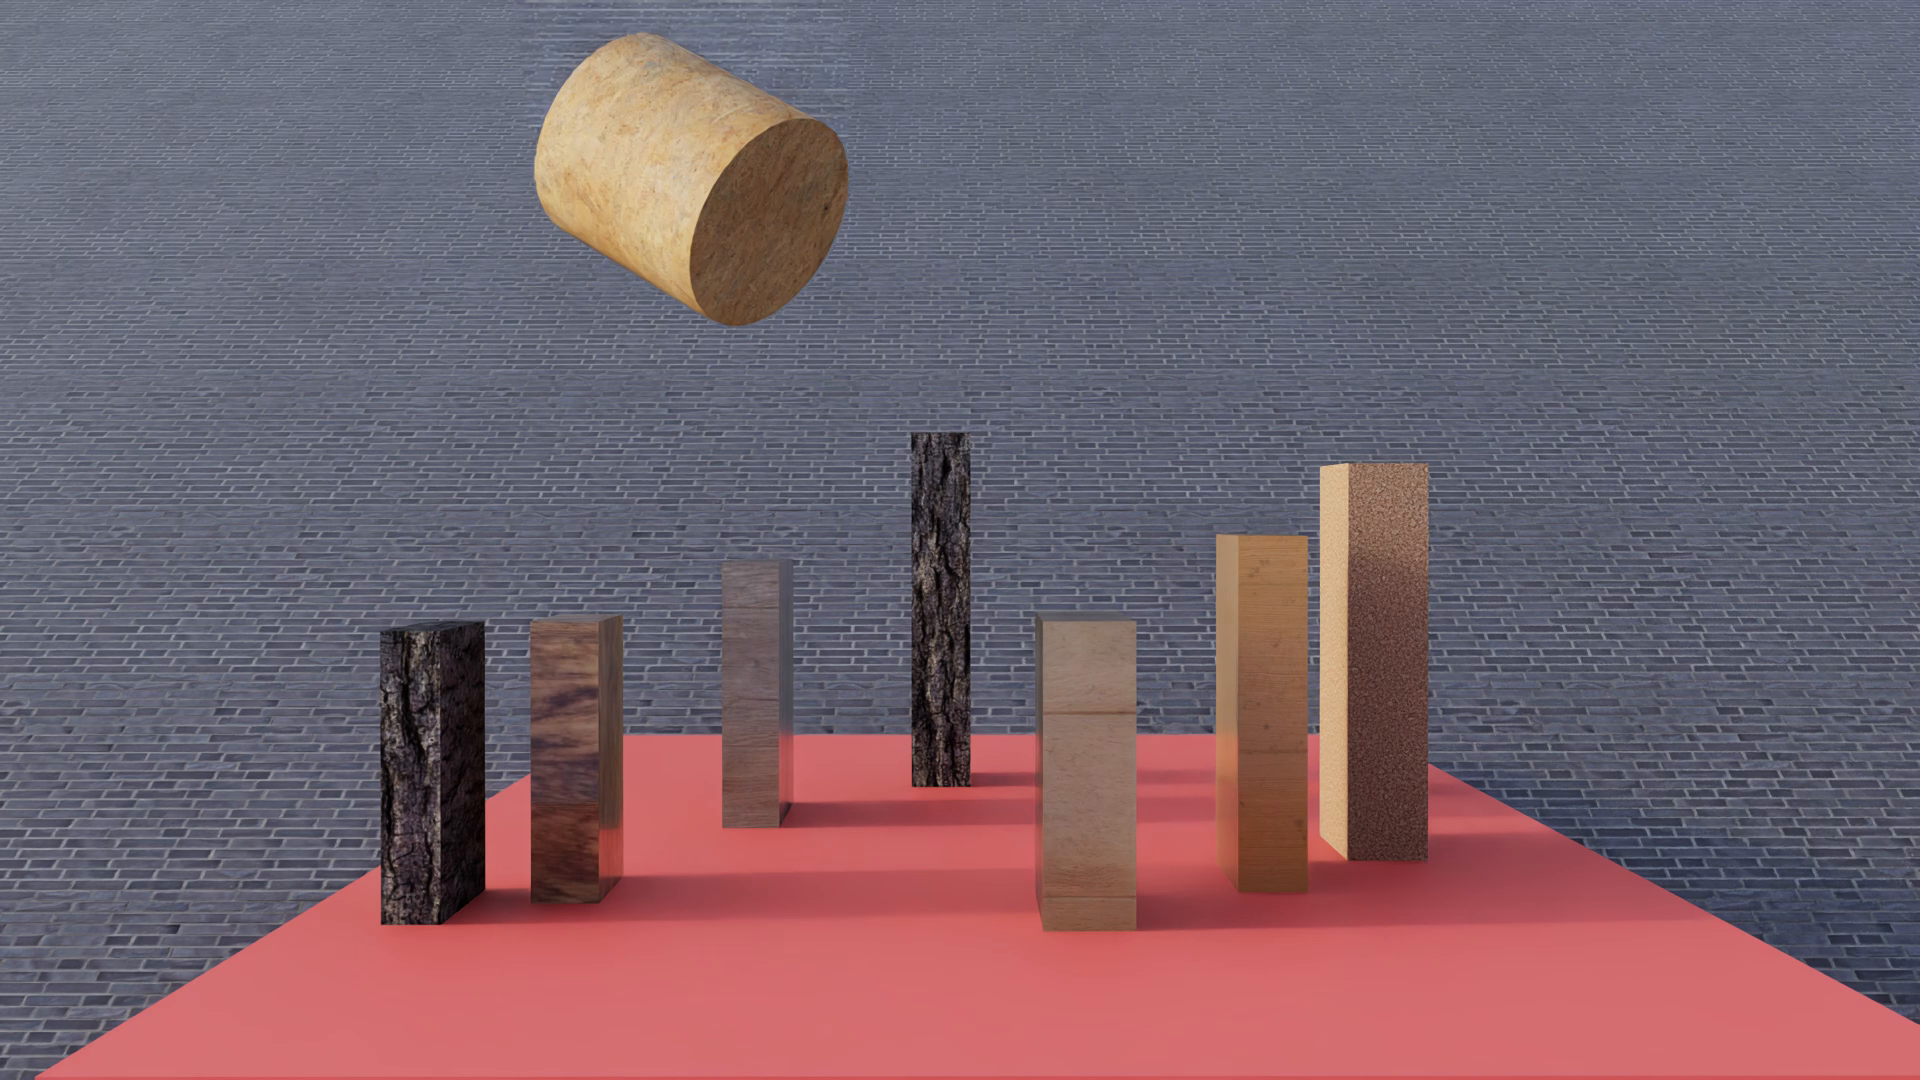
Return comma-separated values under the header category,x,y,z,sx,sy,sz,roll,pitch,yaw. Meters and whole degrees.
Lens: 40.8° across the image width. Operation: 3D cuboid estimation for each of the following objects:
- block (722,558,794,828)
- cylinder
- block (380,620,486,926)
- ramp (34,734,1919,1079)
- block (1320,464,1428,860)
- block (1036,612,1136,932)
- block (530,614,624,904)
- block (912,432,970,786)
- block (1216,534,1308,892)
category,x,y,z,sx,sy,sz,roll,pitch,yaw
block,-0.378,0.278,4.861,0.103,0.479,0.407,0,1,0
cylinder,-0.253,-0.342,2.448,0.209,0.209,0.209,32,40,29
block,-0.759,0.327,3.736,0.083,0.406,0.338,0,1,0
ramp,0.063,0.570,4.611,2.000,0.100,4.000,0,1,0
block,0.699,0.197,4.382,0.131,0.650,0.331,0,1,0
block,0.176,0.319,3.686,0.127,0.421,0.348,0,1,0
block,-0.576,0.323,3.903,0.099,0.411,0.276,0,1,0
block,-0.040,0.143,5.493,0.123,0.735,0.277,0,1,0
block,0.469,0.259,4.037,0.104,0.534,0.335,0,1,0
